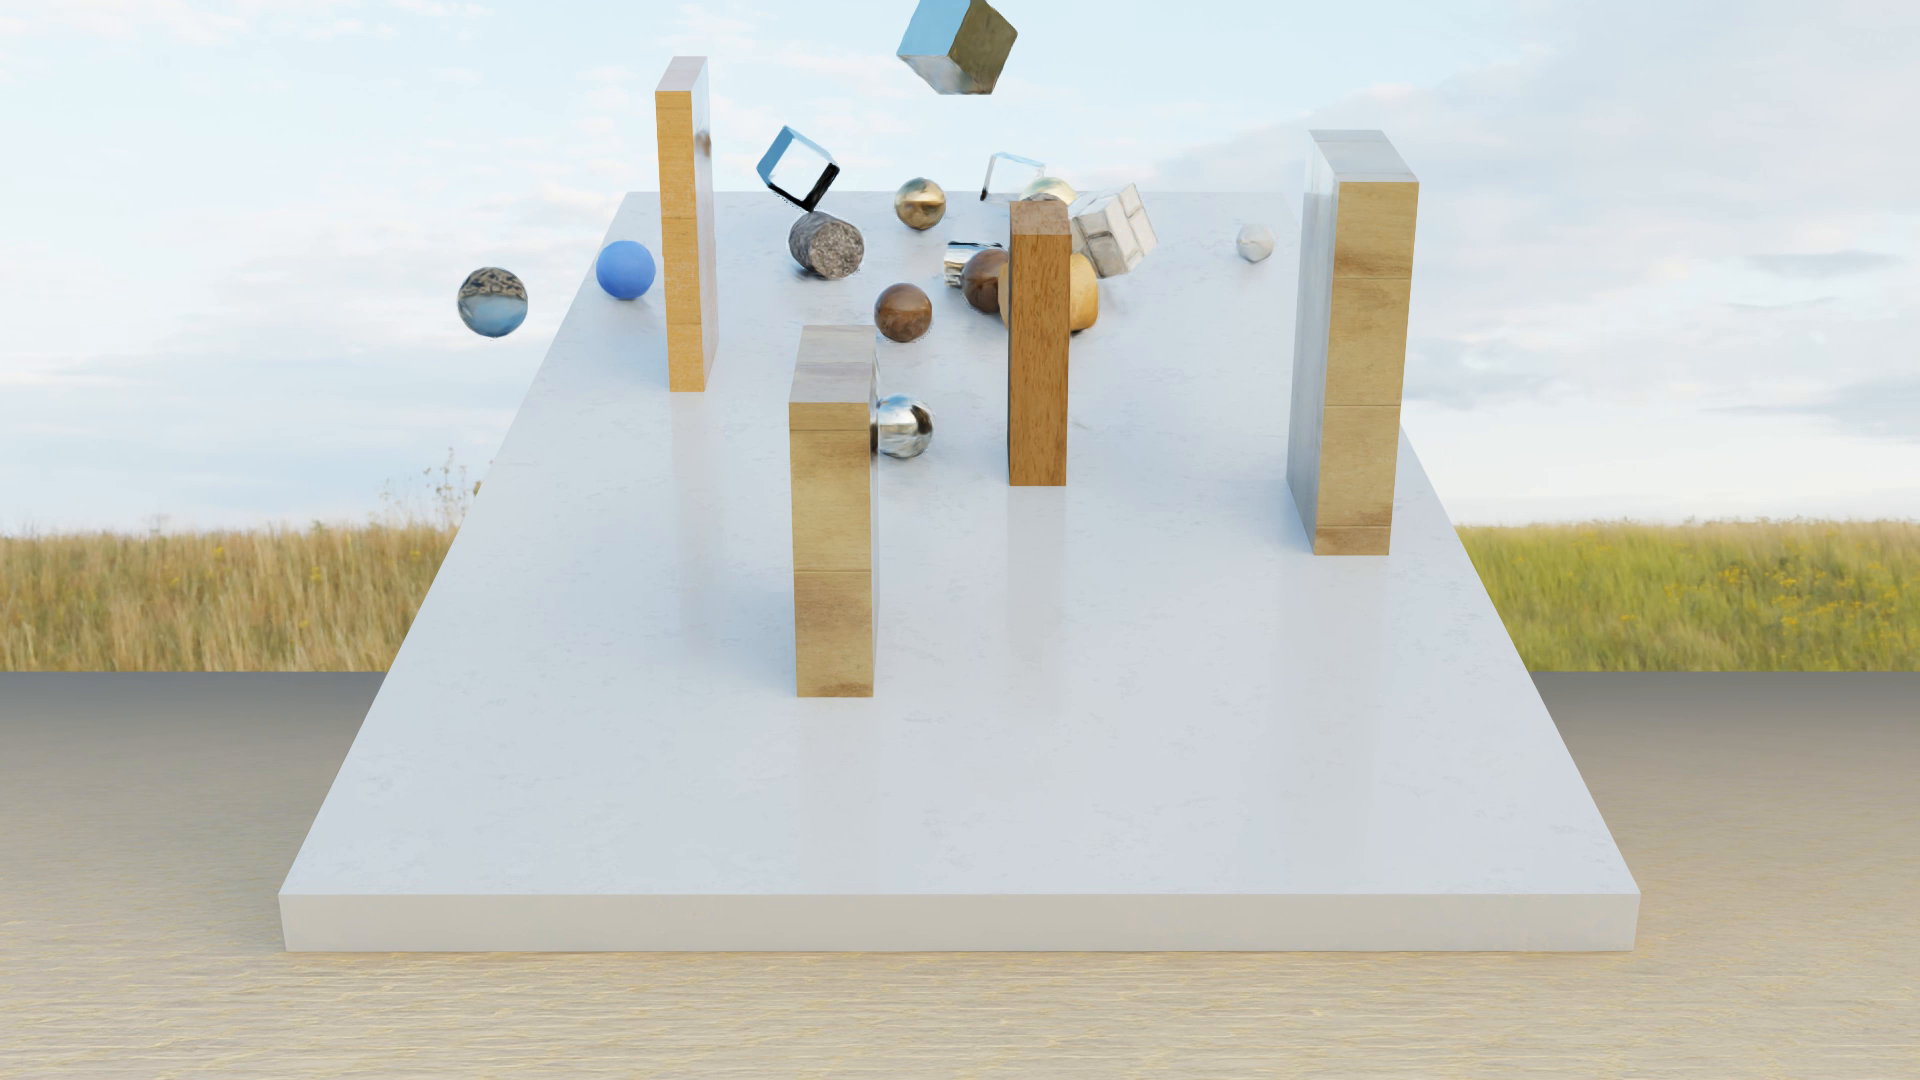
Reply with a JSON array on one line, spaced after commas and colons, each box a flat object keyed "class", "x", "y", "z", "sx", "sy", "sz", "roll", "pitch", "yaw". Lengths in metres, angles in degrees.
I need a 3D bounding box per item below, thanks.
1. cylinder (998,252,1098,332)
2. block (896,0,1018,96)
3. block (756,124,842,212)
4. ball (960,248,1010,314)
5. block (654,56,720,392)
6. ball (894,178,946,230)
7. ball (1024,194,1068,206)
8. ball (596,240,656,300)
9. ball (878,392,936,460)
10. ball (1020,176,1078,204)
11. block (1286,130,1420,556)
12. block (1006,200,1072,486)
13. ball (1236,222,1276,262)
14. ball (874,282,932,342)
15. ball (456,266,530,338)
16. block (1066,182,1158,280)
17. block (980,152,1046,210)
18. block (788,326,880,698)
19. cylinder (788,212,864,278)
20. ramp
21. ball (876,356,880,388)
[{"class": "cylinder", "x": 0.219, "y": -0.608, "z": 5.765, "sx": 0.191, "sy": 0.191, "sz": 0.191, "roll": -10, "pitch": 0, "yaw": -19}, {"class": "block", "x": -0.008, "y": -1.355, "z": 6.320, "sx": 0.200, "sy": 0.200, "sz": 0.200, "roll": 12, "pitch": -15, "yaw": 44}, {"class": "block", "x": -0.452, "y": -1.037, "z": 6.469, "sx": 0.151, "sy": 0.151, "sz": 0.151, "roll": 28, "pitch": 16, "yaw": -31}, {"class": "ball", "x": 0.086, "y": -0.665, "z": 5.934, "sx": 0.169, "sy": 0.169, "sz": 0.169, "roll": 0, "pitch": -3, "yaw": 0}, {"class": "block", "x": -0.636, "y": -0.744, "z": 5.436, "sx": 0.081, "sy": 0.705, "sz": 0.378, "roll": 0, "pitch": 23, "yaw": 0}, {"class": "ball", "x": -0.114, "y": -0.966, "z": 6.655, "sx": 0.150, "sy": 0.150, "sz": 0.150, "roll": 0, "pitch": -3, "yaw": 0}, {"class": "ball", "x": 0.228, "y": -0.866, "z": 6.389, "sx": 0.180, "sy": 0.180, "sz": 0.180, "roll": 0, "pitch": -3, "yaw": 0}, {"class": "ball", "x": -0.872, "y": -0.705, "z": 6.039, "sx": 0.155, "sy": 0.155, "sz": 0.155, "roll": 0, "pitch": -3, "yaw": 0}, {"class": "ball", "x": -0.125, "y": -0.246, "z": 4.991, "sx": 0.145, "sy": 0.145, "sz": 0.145, "roll": 0, "pitch": -3, "yaw": 0}, {"class": "ball", "x": 0.253, "y": -0.946, "z": 6.581, "sx": 0.173, "sy": 0.173, "sz": 0.173, "roll": 0, "pitch": -3, "yaw": 0}, {"class": "block", "x": 0.767, "y": -0.394, "z": 4.578, "sx": 0.147, "sy": 0.747, "sz": 0.410, "roll": 0, "pitch": 23, "yaw": 0}, {"class": "block", "x": 0.164, "y": -0.415, "z": 4.879, "sx": 0.118, "sy": 0.545, "sz": 0.261, "roll": 0, "pitch": 23, "yaw": 0}, {"class": "ball", "x": 0.812, "y": -0.818, "z": 6.369, "sx": 0.109, "sy": 0.109, "sz": 0.109, "roll": 0, "pitch": -3, "yaw": 0}, {"class": "ball", "x": -0.141, "y": -0.562, "z": 5.721, "sx": 0.147, "sy": 0.147, "sz": 0.147, "roll": 0, "pitch": -3, "yaw": 0}, {"class": "ball", "x": -1.209, "y": -0.615, "z": 5.994, "sx": 0.185, "sy": 0.185, "sz": 0.185, "roll": 0, "pitch": -3, "yaw": 0}, {"class": "block", "x": 0.363, "y": -0.774, "z": 5.856, "sx": 0.172, "sy": 0.172, "sz": 0.172, "roll": -8, "pitch": 26, "yaw": 39}, {"class": "block", "x": 0.155, "y": -1.045, "z": 6.770, "sx": 0.140, "sy": 0.140, "sz": 0.140, "roll": 17, "pitch": 17, "yaw": 9}, {"class": "block", "x": -0.215, "y": -0.056, "z": 4.054, "sx": 0.131, "sy": 0.538, "sz": 0.403, "roll": 0, "pitch": 23, "yaw": 0}, {"class": "cylinder", "x": -0.361, "y": -0.797, "z": 6.256, "sx": 0.156, "sy": 0.156, "sz": 0.156, "roll": 2, "pitch": 16, "yaw": -27}, {"class": "ramp", "x": -0.008, "y": -0.226, "z": 5.255, "sx": 2.000, "sy": 0.100, "sz": 4.000, "roll": 0, "pitch": 23, "yaw": 0}, {"class": "ball", "x": -0.276, "y": -0.380, "z": 5.242, "sx": 0.190, "sy": 0.190, "sz": 0.190, "roll": 0, "pitch": -3, "yaw": 0}]
